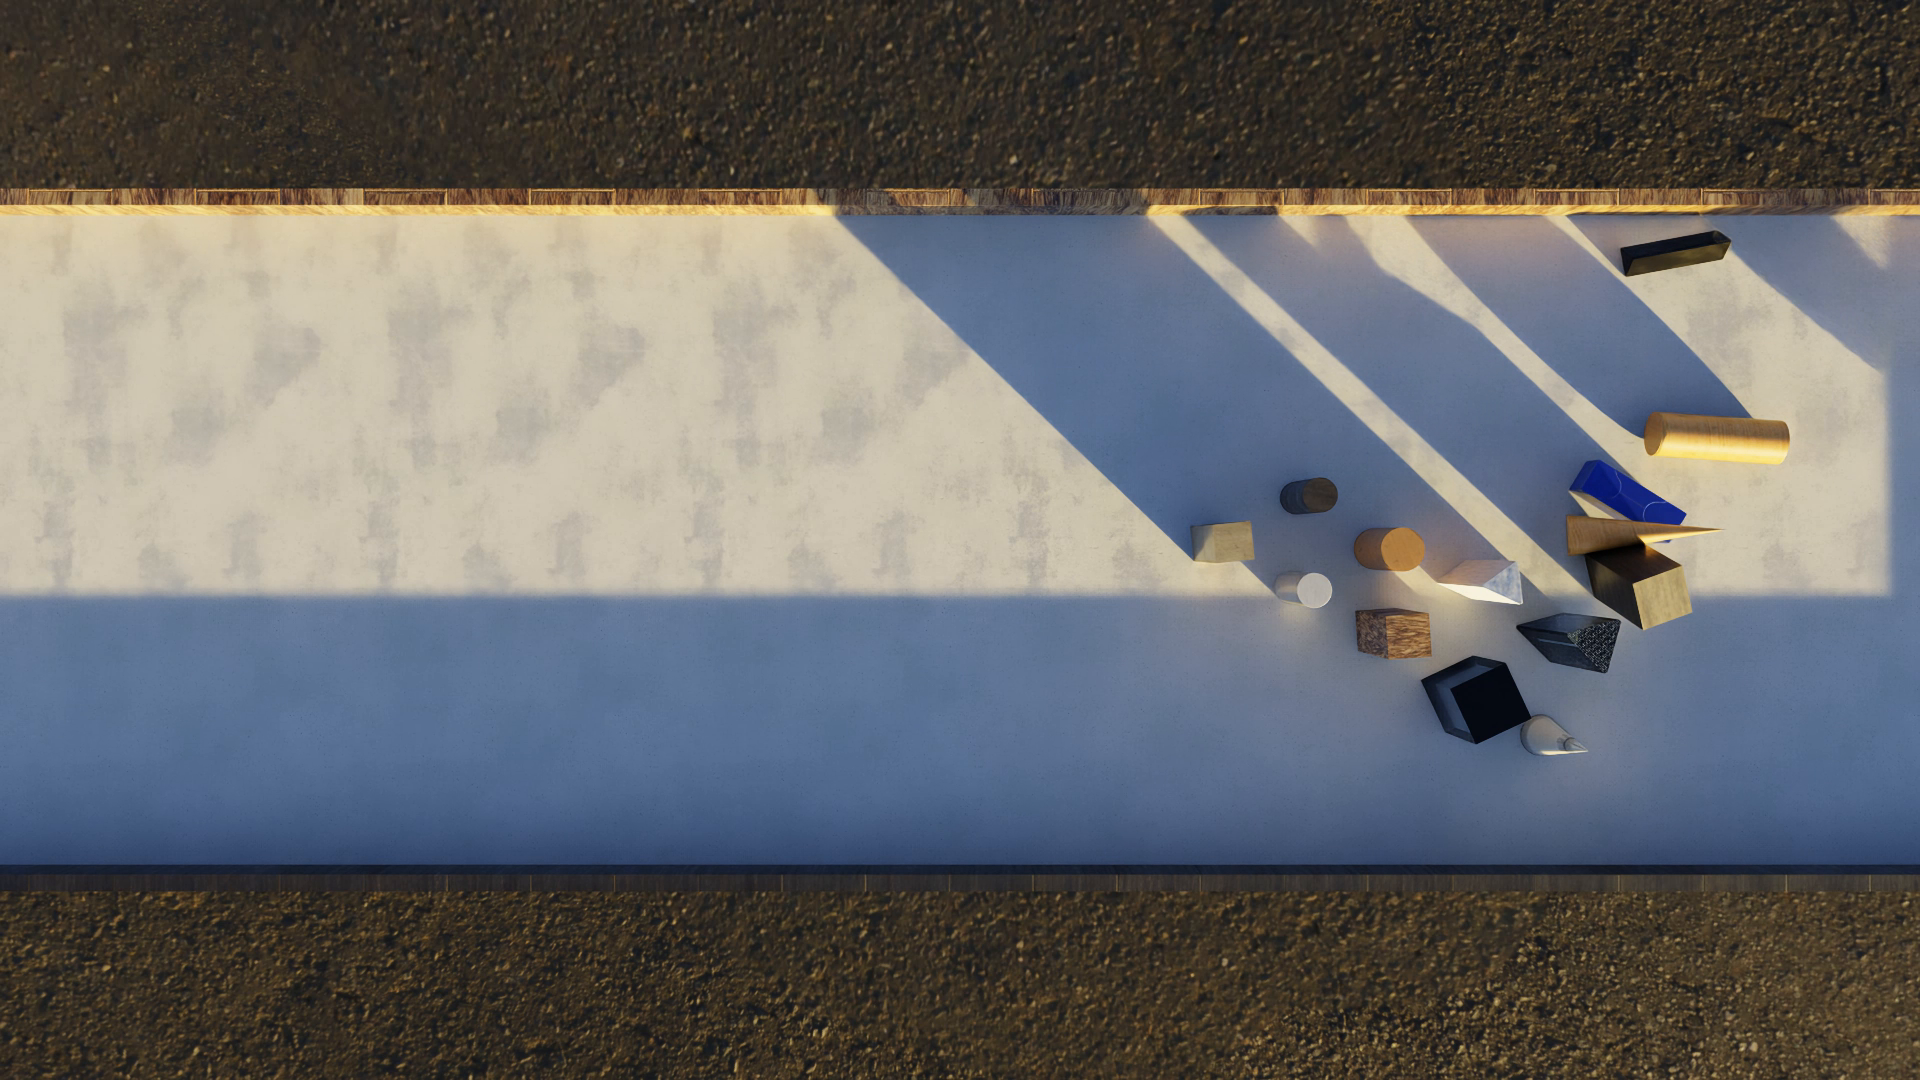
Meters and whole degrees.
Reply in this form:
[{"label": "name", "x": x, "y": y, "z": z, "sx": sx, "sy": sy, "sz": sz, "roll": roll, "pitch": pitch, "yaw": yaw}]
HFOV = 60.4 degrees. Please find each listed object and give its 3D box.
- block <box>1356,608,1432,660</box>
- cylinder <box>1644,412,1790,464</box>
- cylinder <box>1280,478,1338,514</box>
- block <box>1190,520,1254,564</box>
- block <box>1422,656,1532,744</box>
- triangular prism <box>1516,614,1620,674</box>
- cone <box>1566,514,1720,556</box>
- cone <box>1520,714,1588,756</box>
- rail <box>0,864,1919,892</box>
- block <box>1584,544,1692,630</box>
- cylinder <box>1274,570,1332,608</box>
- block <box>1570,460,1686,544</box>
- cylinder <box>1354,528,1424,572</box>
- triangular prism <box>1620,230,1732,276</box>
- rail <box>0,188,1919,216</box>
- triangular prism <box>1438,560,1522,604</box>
[{"label": "block", "x": 1.283, "y": 0.275, "z": 4.895, "sx": 0.124, "sy": 0.364, "sz": 0.124, "roll": -4, "pitch": 90, "yaw": 0}, {"label": "cylinder", "x": 2.296, "y": -0.309, "z": 5.009, "sx": 0.382, "sy": 0.134, "sz": 0.134, "roll": 4, "pitch": 90, "yaw": 0}, {"label": "cylinder", "x": 1.035, "y": -0.129, "z": 4.908, "sx": 0.102, "sy": 0.338, "sz": 0.102, "roll": 0, "pitch": 90, "yaw": 0}, {"label": "block", "x": 0.768, "y": 0.006, "z": 4.854, "sx": 0.109, "sy": 0.445, "sz": 0.109, "roll": -6, "pitch": 90, "yaw": 0}, {"label": "block", "x": 1.536, "y": 0.474, "z": 4.924, "sx": 0.178, "sy": 0.305, "sz": 0.178, "roll": -25, "pitch": 90, "yaw": 0}, {"label": "triangular prism", "x": 1.814, "y": 0.274, "z": 4.863, "sx": 0.155, "sy": 0.427, "sz": 0.134, "roll": 45, "pitch": 90, "yaw": 0}, {"label": "cone", "x": 2.055, "y": -0.022, "z": 4.943, "sx": 0.443, "sy": 0.127, "sz": 0.127, "roll": -2, "pitch": 90, "yaw": 19}, {"label": "cone", "x": 1.788, "y": 0.601, "z": 4.882, "sx": 0.127, "sy": 0.389, "sz": 0.127, "roll": 0, "pitch": 90, "yaw": 0}, {"label": "rail", "x": -2.247, "y": 1.025, "z": 5.001, "sx": 12.000, "sy": 0.150, "sz": 0.050, "roll": 0, "pitch": 90, "yaw": 0}, {"label": "block", "x": 2.014, "y": 0.125, "z": 4.909, "sx": 0.152, "sy": 0.304, "sz": 0.152, "roll": -20, "pitch": 108, "yaw": 0}, {"label": "cylinder", "x": 1.017, "y": 0.145, "z": 4.905, "sx": 0.101, "sy": 0.342, "sz": 0.101, "roll": 0, "pitch": 90, "yaw": 0}, {"label": "block", "x": 2.032, "y": -0.116, "z": 5.024, "sx": 0.311, "sy": 0.105, "sz": 0.105, "roll": 32, "pitch": 90, "yaw": 0}, {"label": "cylinder", "x": 1.275, "y": 0.027, "z": 4.913, "sx": 0.127, "sy": 0.327, "sz": 0.127, "roll": 0, "pitch": 90, "yaw": 0}, {"label": "triangular prism", "x": 2.189, "y": -0.880, "z": 5.035, "sx": 0.302, "sy": 0.078, "sz": 0.090, "roll": -10, "pitch": 90, "yaw": 0}, {"label": "rail", "x": -2.247, "y": -1.025, "z": 5.002, "sx": 12.000, "sy": 0.150, "sz": 0.050, "roll": 0, "pitch": 90, "yaw": 0}, {"label": "triangular prism", "x": 1.543, "y": 0.107, "z": 4.853, "sx": 0.120, "sy": 0.447, "sz": 0.104, "roll": 24, "pitch": 90, "yaw": 0}]
